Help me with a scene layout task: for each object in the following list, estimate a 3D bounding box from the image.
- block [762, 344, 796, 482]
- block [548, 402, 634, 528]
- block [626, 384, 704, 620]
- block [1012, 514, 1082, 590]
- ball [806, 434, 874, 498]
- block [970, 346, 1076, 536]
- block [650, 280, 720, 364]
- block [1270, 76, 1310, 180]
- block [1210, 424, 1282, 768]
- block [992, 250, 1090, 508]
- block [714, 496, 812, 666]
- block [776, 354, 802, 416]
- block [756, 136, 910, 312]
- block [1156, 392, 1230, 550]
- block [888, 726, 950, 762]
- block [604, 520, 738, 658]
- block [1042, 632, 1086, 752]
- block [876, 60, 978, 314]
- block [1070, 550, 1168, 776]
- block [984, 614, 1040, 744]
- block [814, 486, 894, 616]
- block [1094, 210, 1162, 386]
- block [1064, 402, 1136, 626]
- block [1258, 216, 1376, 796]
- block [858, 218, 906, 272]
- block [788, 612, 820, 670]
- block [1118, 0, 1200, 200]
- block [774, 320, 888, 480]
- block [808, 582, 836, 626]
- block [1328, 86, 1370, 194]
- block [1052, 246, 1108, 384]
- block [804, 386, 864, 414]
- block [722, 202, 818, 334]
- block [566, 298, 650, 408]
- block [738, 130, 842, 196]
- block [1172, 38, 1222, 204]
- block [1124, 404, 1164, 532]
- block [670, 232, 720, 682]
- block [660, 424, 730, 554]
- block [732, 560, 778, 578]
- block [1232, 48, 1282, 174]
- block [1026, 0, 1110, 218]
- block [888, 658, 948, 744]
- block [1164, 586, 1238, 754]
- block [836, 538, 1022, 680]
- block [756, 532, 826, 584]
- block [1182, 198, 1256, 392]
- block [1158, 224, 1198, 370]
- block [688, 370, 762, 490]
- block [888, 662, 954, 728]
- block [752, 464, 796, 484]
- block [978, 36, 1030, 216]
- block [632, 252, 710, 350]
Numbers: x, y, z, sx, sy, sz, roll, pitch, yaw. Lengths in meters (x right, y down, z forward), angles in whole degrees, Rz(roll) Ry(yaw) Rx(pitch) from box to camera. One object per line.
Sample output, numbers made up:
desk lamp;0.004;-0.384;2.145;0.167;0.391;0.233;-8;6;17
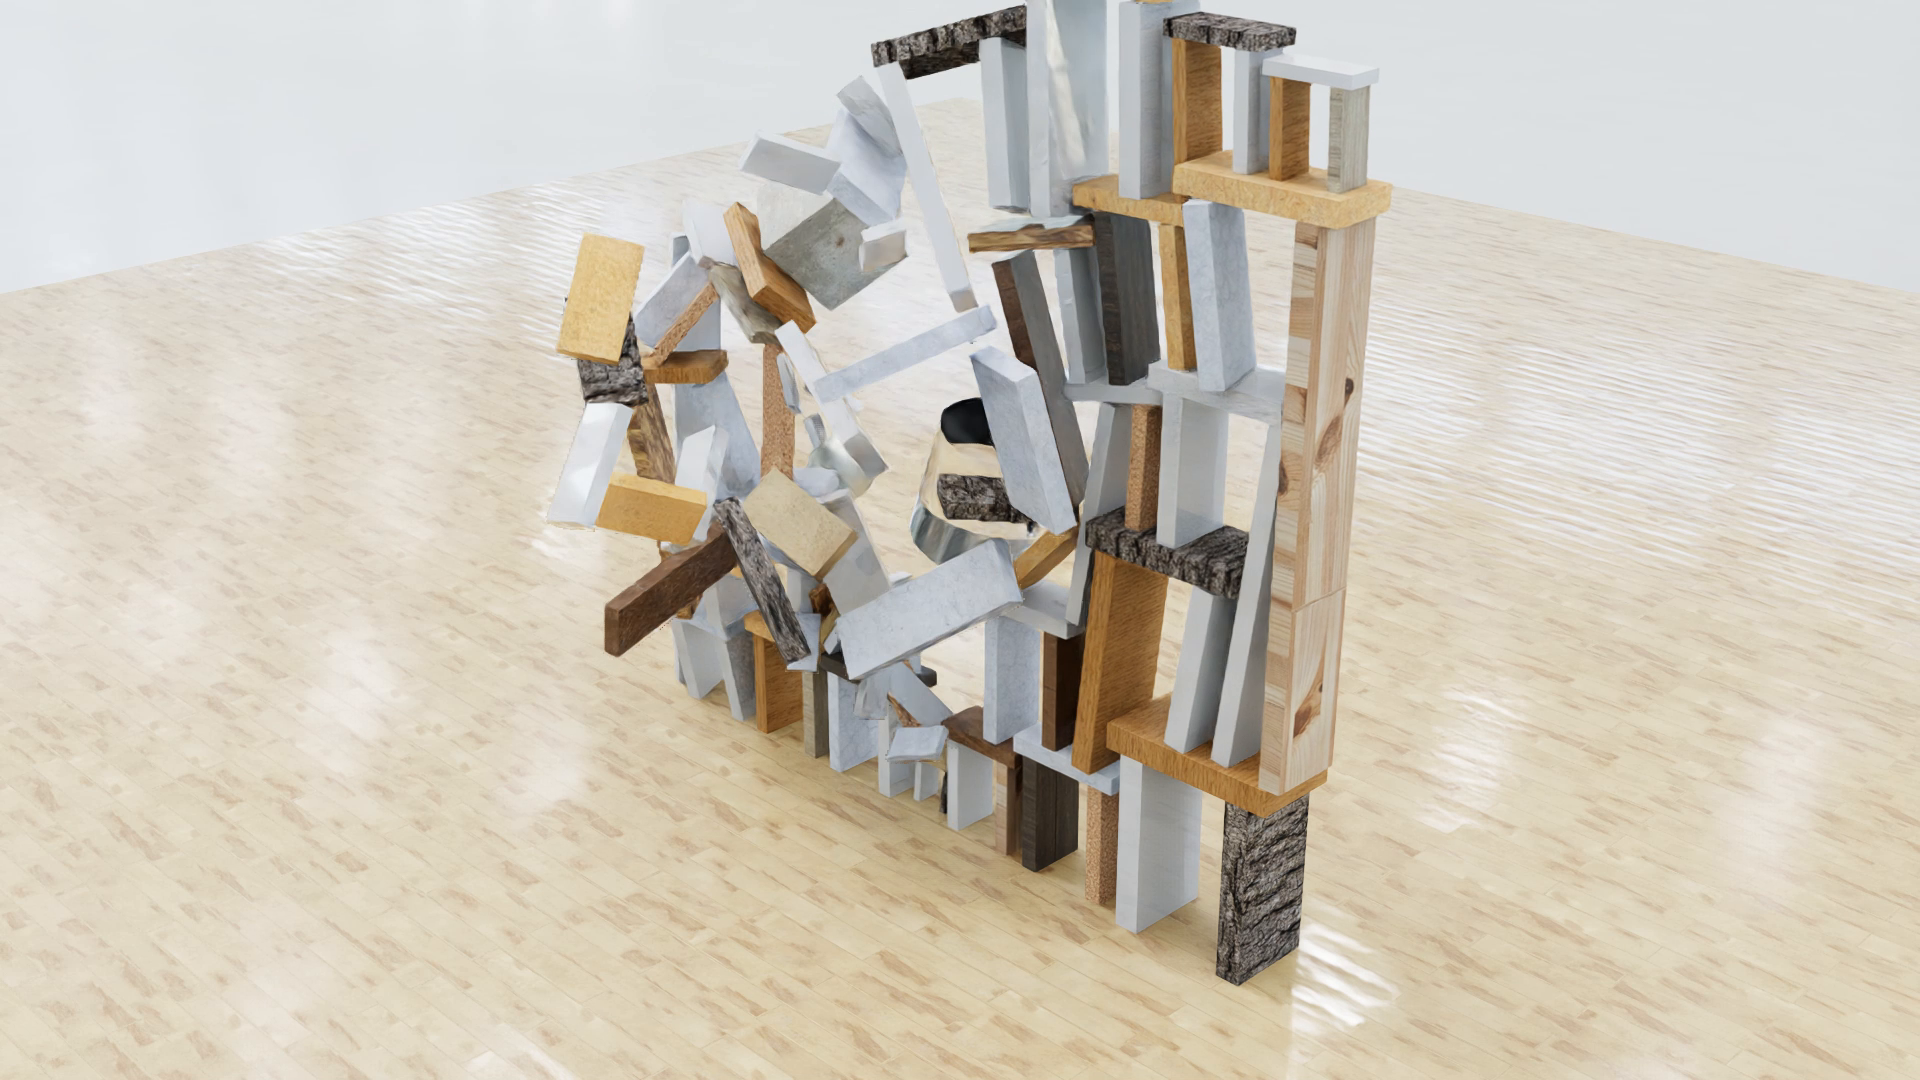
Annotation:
block;-0.358;-0.242;4.342;0.028;0.288;0.100;-3;11;-26
block;-0.585;-0.119;3.484;0.028;0.201;0.100;25;-13;-37
block;-0.616;-0.082;4.599;0.032;0.567;0.113;3;41;15
block;0.156;0.027;4.011;0.118;0.237;0.034;-23;76;-41
ball;-0.250;-0.153;4.650;0.146;0.146;0.146;0;23;0
block;0.107;-0.168;3.717;0.043;0.302;0.151;-28;33;-18
block;-0.542;-0.446;4.405;0.028;0.200;0.100;39;20;-12
block;0.508;-0.639;3.383;0.022;0.157;0.078;15;27;38
block;0.526;0.086;3.694;0.137;0.642;0.039;-21;38;-41
block;0.147;-0.281;3.837;0.034;0.446;0.120;-10;13;25
block;-0.328;0.061;3.620;0.043;0.151;0.387;-24;24;-7
block;-0.321;-0.293;4.136;0.015;0.105;0.053;-16;-17;9
block;-0.254;-0.631;4.373;0.206;0.206;0.206;-33;40;21
block;0.397;-0.135;3.734;0.039;0.275;0.137;21;31;38
block;-0.081;0.397;4.283;0.125;0.018;0.063;-8;52;42
block;-0.529;0.080;4.090;0.031;0.109;0.365;25;41;23
block;0.208;0.265;4.110;0.034;0.240;0.120;21;32;40
block;-0.055;-0.605;3.779;0.040;0.416;0.141;-18;-10;4
block;0.294;0.202;3.988;0.046;0.449;0.161;28;35;37
block;0.101;0.241;4.234;0.120;0.291;0.034;-22;32;-40
block;-0.210;0.044;4.209;0.113;0.292;0.032;-18;27;10
block;0.285;-0.420;3.724;0.034;0.297;0.120;7;23;35
block;0.265;-0.058;3.912;0.032;0.444;0.112;30;37;33
block;0.577;-0.048;3.571;0.043;0.985;0.152;22;31;40
block;-0.134;-0.507;3.788;0.075;0.021;0.150;-20;-10;-8
block;-0.319;0.208;4.496;0.058;0.117;0.017;3;3;-23
block;0.323;-0.720;3.562;0.044;0.310;0.155;18;29;40
block;-0.236;-0.258;4.037;0.041;0.146;0.295;-33;59;2
block;-0.278;0.138;4.577;0.059;0.117;0.017;-38;49;-27
block;0.587;-0.610;3.323;0.022;0.157;0.078;16;27;38
block;0.222;-0.400;3.785;0.034;0.240;0.120;6;22;39
block;-0.241;-0.273;4.201;0.105;0.015;0.053;40;51;8
block;-0.378;-0.539;4.352;0.146;0.041;0.292;35;23;-40
block;-0.578;-0.310;3.603;0.100;0.201;0.028;-12;-17;-4
block;-0.277;-0.617;3.595;0.150;0.075;0.021;13;46;-28
block;0.380;-0.675;3.514;0.027;0.260;0.094;15;27;41
block;0.340;-0.136;3.800;0.032;0.224;0.112;24;33;38
block;-0.573;-0.162;4.792;0.101;1.054;0.029;-8;28;-22
block;-0.477;-0.091;3.958;0.031;0.218;0.109;23;-24;-32
block;-0.375;0.034;4.342;0.149;0.021;0.074;-25;11;-21
block;0.462;-0.671;3.415;0.027;0.187;0.094;16;27;38
block;0.182;-0.730;3.685;0.044;0.366;0.155;9;16;43
block;-0.107;0.308;4.375;0.020;0.269;0.069;-4;27;49
block;0.448;0.202;3.825;0.161;0.322;0.046;-21;40;-41
block;-0.062;0.128;3.967;0.419;0.118;0.034;-28;-21;38
block;-0.299;0.005;4.302;0.226;0.113;0.032;26;8;-44
block;0.419;-0.407;3.534;0.043;0.303;0.152;3;22;28
block;0.385;-0.412;3.626;0.034;0.239;0.120;11;24;43
block;-0.475;-0.227;4.464;0.032;0.226;0.113;-11;23;24
block;-0.104;0.295;4.338;0.063;0.227;0.018;-46;25;-6
block;-0.363;-0.095;4.419;0.074;0.021;0.149;-21;60;5
block;0.087;-0.705;3.758;0.040;0.282;0.141;-3;1;25
block;-0.579;-0.479;4.479;0.101;0.203;0.029;38;13;-23
